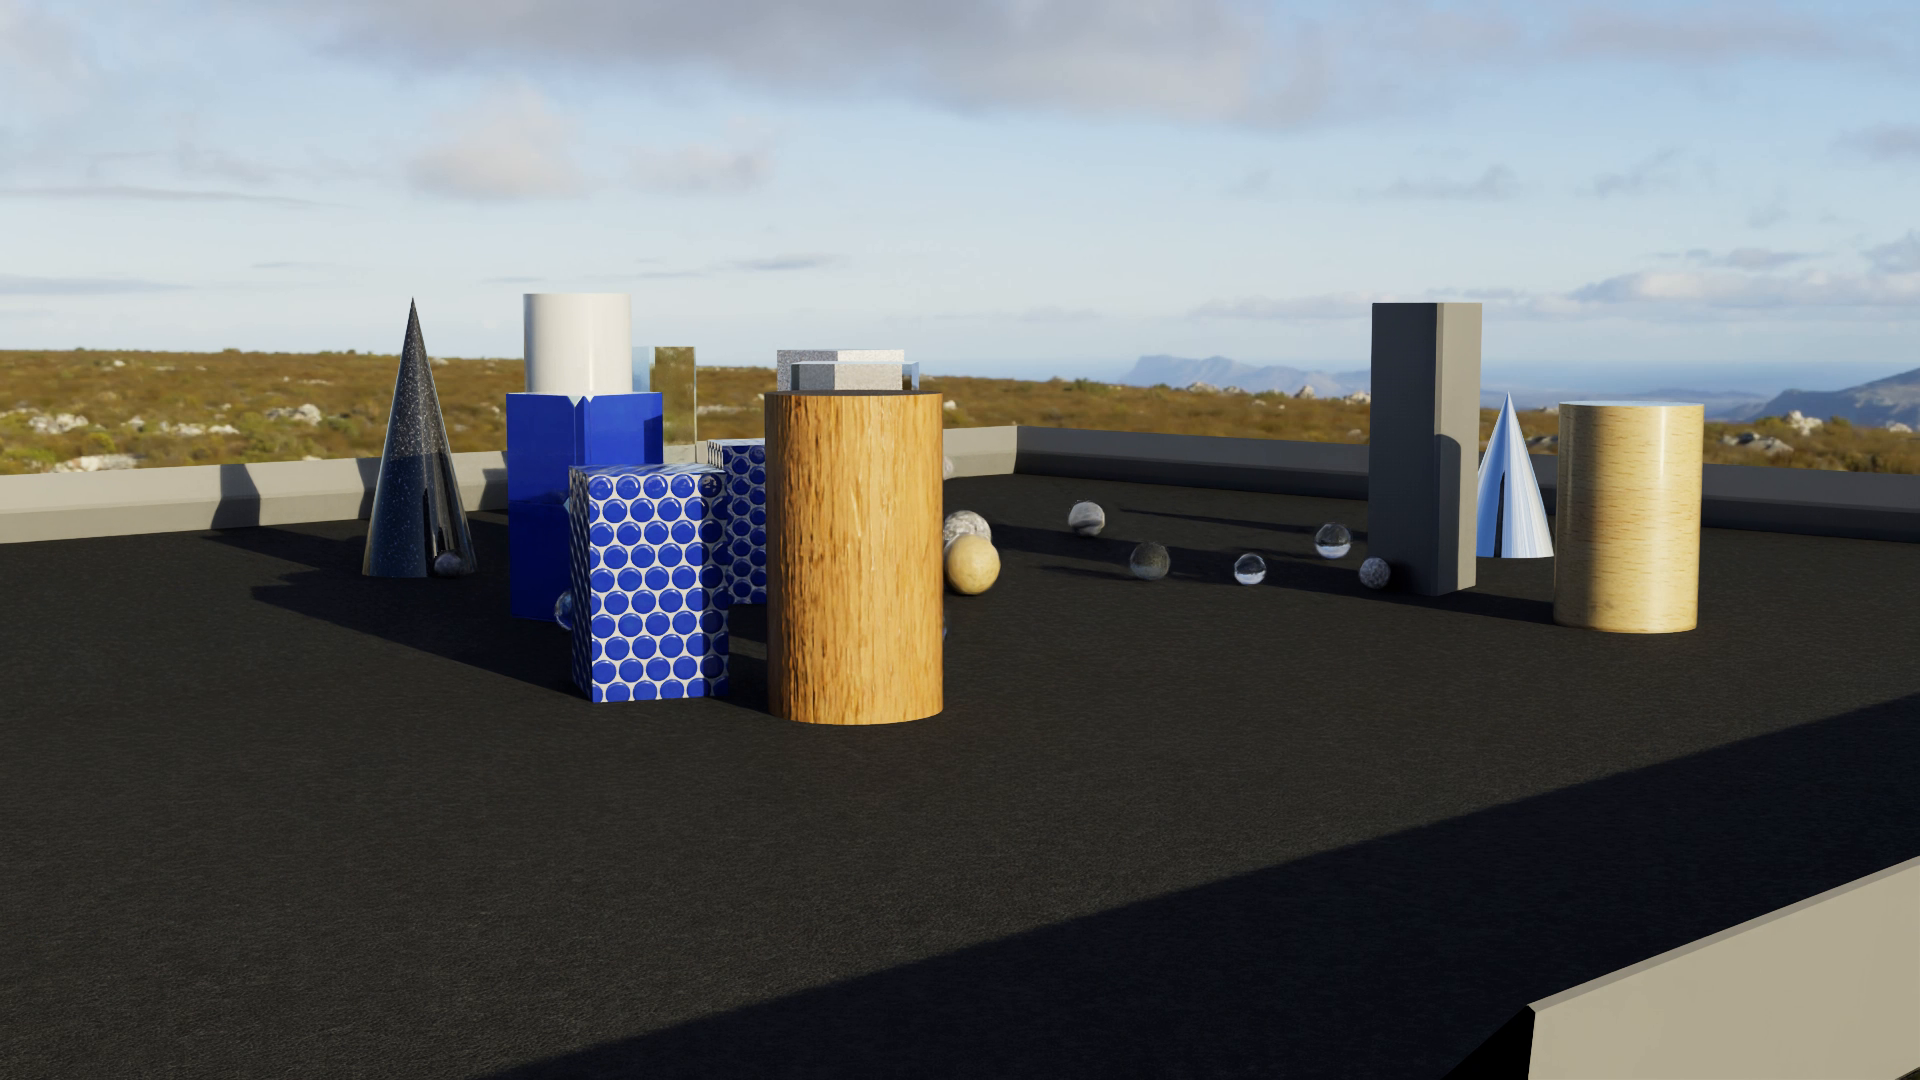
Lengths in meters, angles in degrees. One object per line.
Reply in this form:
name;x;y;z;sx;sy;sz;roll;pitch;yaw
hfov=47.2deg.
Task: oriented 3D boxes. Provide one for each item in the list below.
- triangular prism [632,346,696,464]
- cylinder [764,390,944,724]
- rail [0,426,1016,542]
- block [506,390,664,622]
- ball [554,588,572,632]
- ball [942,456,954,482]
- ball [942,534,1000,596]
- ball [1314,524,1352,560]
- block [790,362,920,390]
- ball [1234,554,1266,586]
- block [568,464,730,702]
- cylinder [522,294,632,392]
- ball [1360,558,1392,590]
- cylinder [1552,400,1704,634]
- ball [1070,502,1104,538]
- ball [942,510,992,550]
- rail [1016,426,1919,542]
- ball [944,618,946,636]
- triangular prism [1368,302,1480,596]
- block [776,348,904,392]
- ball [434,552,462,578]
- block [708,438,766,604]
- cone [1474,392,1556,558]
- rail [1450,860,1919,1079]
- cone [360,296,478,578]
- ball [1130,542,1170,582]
triangular prism;-0.640;-0.219;4.594;0.171;0.371;0.148;-1;6;-10
cylinder;-0.118;0.013;2.452;0.198;0.354;0.198;0;6;0
rail;-1.270;-0.109;4.700;3.924;0.128;0.045;-5;8;-42
block;-0.544;-0.051;3.206;0.158;0.325;0.158;4;7;36
ball;-0.531;0.097;3.051;0.063;0.063;0.063;0;6;0
ball;-0.050;-0.188;5.752;0.068;0.068;0.068;0;6;0
ball;0.015;0.039;3.447;0.096;0.096;0.096;0;6;0
ball;0.669;0.003;3.940;0.065;0.065;0.065;0;6;0
block;-0.138;-0.050;2.951;0.158;0.375;0.158;0;6;2
ball;0.470;0.049;3.564;0.052;0.052;0.052;0;6;0
block;-0.368;0.046;2.592;0.158;0.260;0.158;-2;6;-18
cylinder;-0.705;-0.217;4.072;0.198;0.475;0.198;0;6;0
ball;0.665;0.054;3.521;0.050;0.050;0.050;0;6;0
cylinder;0.949;-0.037;3.126;0.198;0.314;0.198;0;6;0
ball;0.250;-0.041;4.333;0.071;0.071;0.071;0;6;0
ball;0.008;-0.004;3.857;0.095;0.095;0.095;0;6;0
rail;1.425;-0.103;4.639;0.045;0.128;3.792;-5;8;-42
ball;-0.054;0.113;2.846;0.072;0.072;0.072;0;6;0
triangular prism;0.727;-0.151;3.527;0.148;0.457;0.171;4;7;34
block;-0.210;-0.148;3.890;0.158;0.376;0.158;6;8;44
ball;-0.853;0.042;3.667;0.044;0.044;0.044;0;6;0
block;-0.302;-0.032;3.424;0.158;0.242;0.158;-2;6;-15
cone;1.007;-0.127;4.054;0.198;0.299;0.198;0;6;0
rail;1.270;0.176;1.963;3.924;0.128;0.045;-5;8;-42
cone;-0.928;-0.182;3.752;0.198;0.471;0.198;0;6;0
ball;0.313;0.036;3.621;0.065;0.065;0.065;0;6;0
